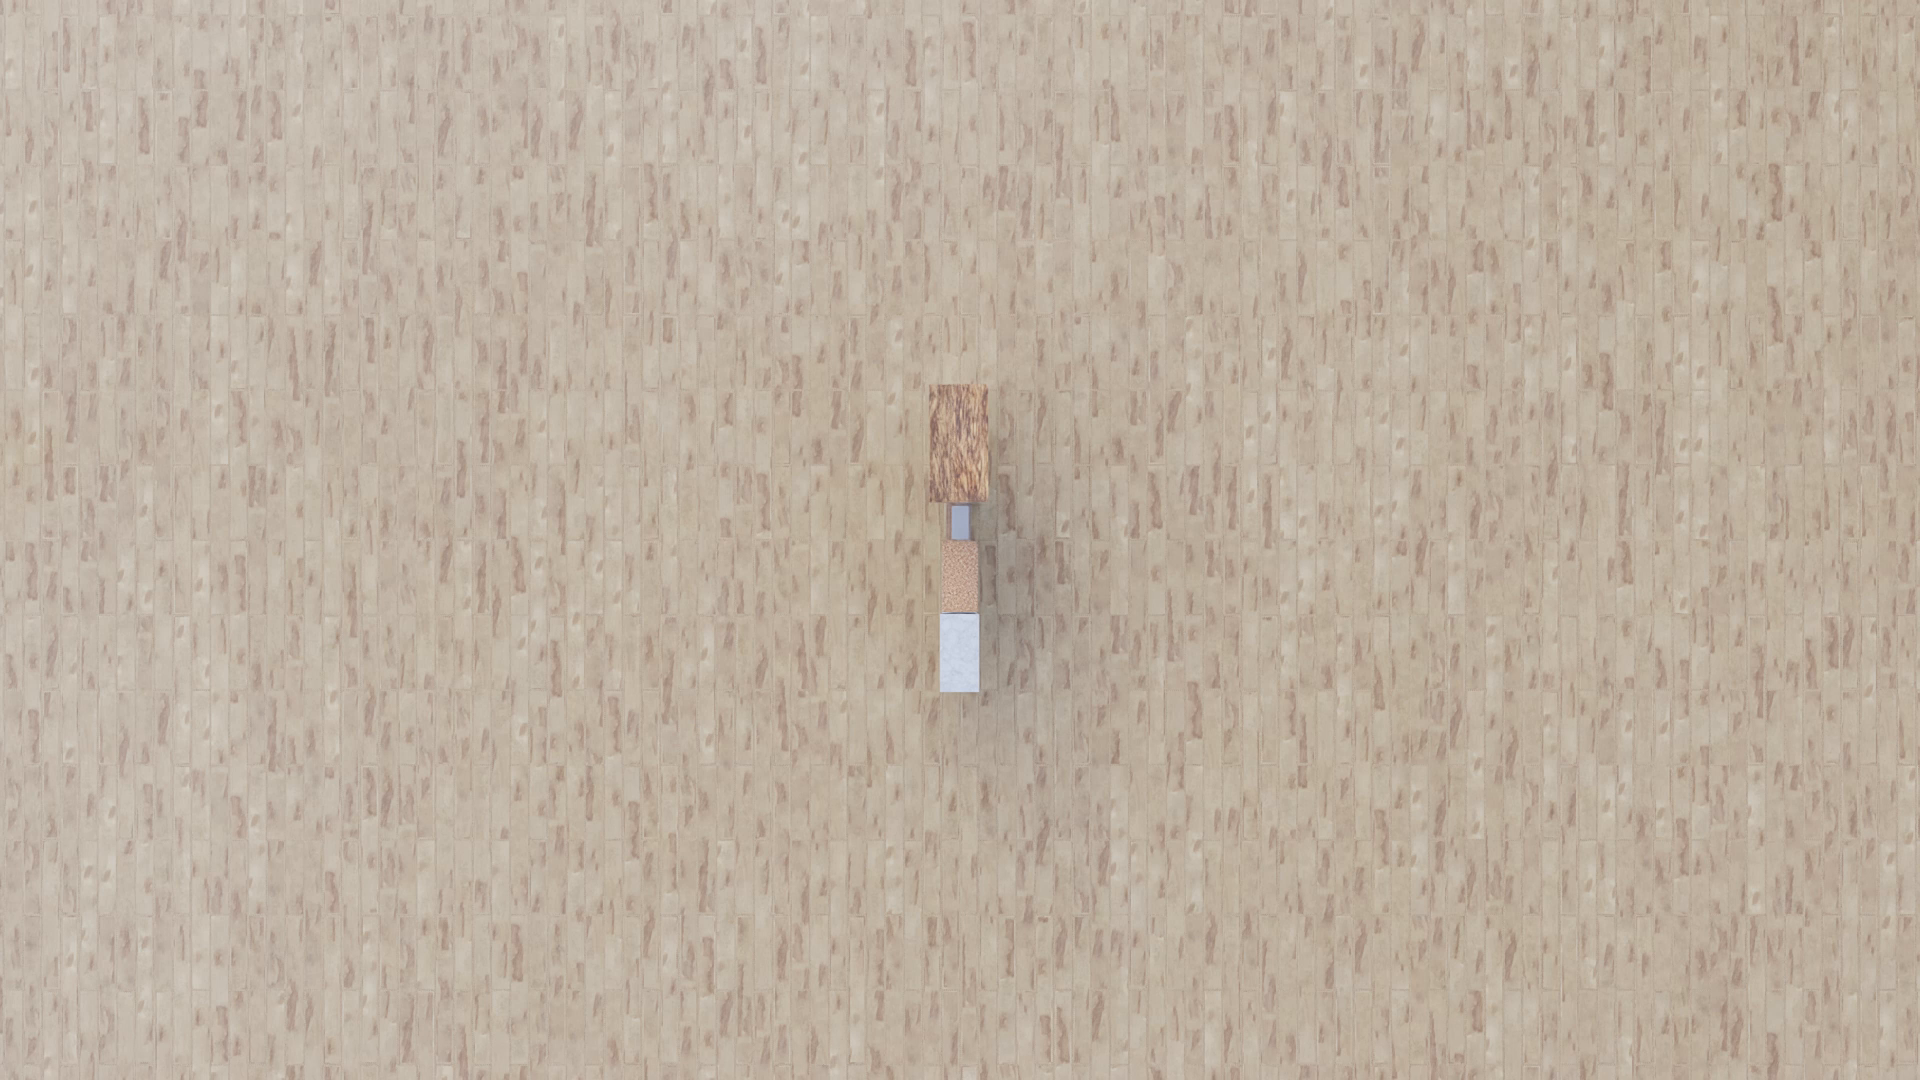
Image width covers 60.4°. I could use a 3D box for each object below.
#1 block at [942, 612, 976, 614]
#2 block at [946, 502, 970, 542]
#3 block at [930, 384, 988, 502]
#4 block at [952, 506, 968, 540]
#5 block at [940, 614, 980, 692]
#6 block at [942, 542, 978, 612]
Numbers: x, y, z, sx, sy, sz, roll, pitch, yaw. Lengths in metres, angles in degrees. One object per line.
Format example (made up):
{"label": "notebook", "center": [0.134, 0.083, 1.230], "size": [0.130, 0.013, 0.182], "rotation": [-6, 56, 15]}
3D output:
{"label": "block", "center": [-0.002, 0.146, 5.264], "size": [0.110, 0.031, 0.221], "rotation": [0, 90, 0]}
{"label": "block", "center": [-0.005, -0.050, 5.328], "size": [0.080, 0.023, 0.160], "rotation": [0, 90, 0]}
{"label": "block", "center": [-0.003, -0.285, 4.884], "size": [0.174, 0.049, 0.347], "rotation": [0, 90, 0]}
{"label": "block", "center": [0.001, -0.054, 5.205], "size": [0.052, 0.015, 0.104], "rotation": [0, 90, 0]}
{"label": "block", "center": [-0.001, 0.341, 4.996], "size": [0.118, 0.033, 0.236], "rotation": [0, 90, 0]}
{"label": "block", "center": [0.000, 0.111, 5.018], "size": [0.108, 0.030, 0.215], "rotation": [0, 90, 0]}
